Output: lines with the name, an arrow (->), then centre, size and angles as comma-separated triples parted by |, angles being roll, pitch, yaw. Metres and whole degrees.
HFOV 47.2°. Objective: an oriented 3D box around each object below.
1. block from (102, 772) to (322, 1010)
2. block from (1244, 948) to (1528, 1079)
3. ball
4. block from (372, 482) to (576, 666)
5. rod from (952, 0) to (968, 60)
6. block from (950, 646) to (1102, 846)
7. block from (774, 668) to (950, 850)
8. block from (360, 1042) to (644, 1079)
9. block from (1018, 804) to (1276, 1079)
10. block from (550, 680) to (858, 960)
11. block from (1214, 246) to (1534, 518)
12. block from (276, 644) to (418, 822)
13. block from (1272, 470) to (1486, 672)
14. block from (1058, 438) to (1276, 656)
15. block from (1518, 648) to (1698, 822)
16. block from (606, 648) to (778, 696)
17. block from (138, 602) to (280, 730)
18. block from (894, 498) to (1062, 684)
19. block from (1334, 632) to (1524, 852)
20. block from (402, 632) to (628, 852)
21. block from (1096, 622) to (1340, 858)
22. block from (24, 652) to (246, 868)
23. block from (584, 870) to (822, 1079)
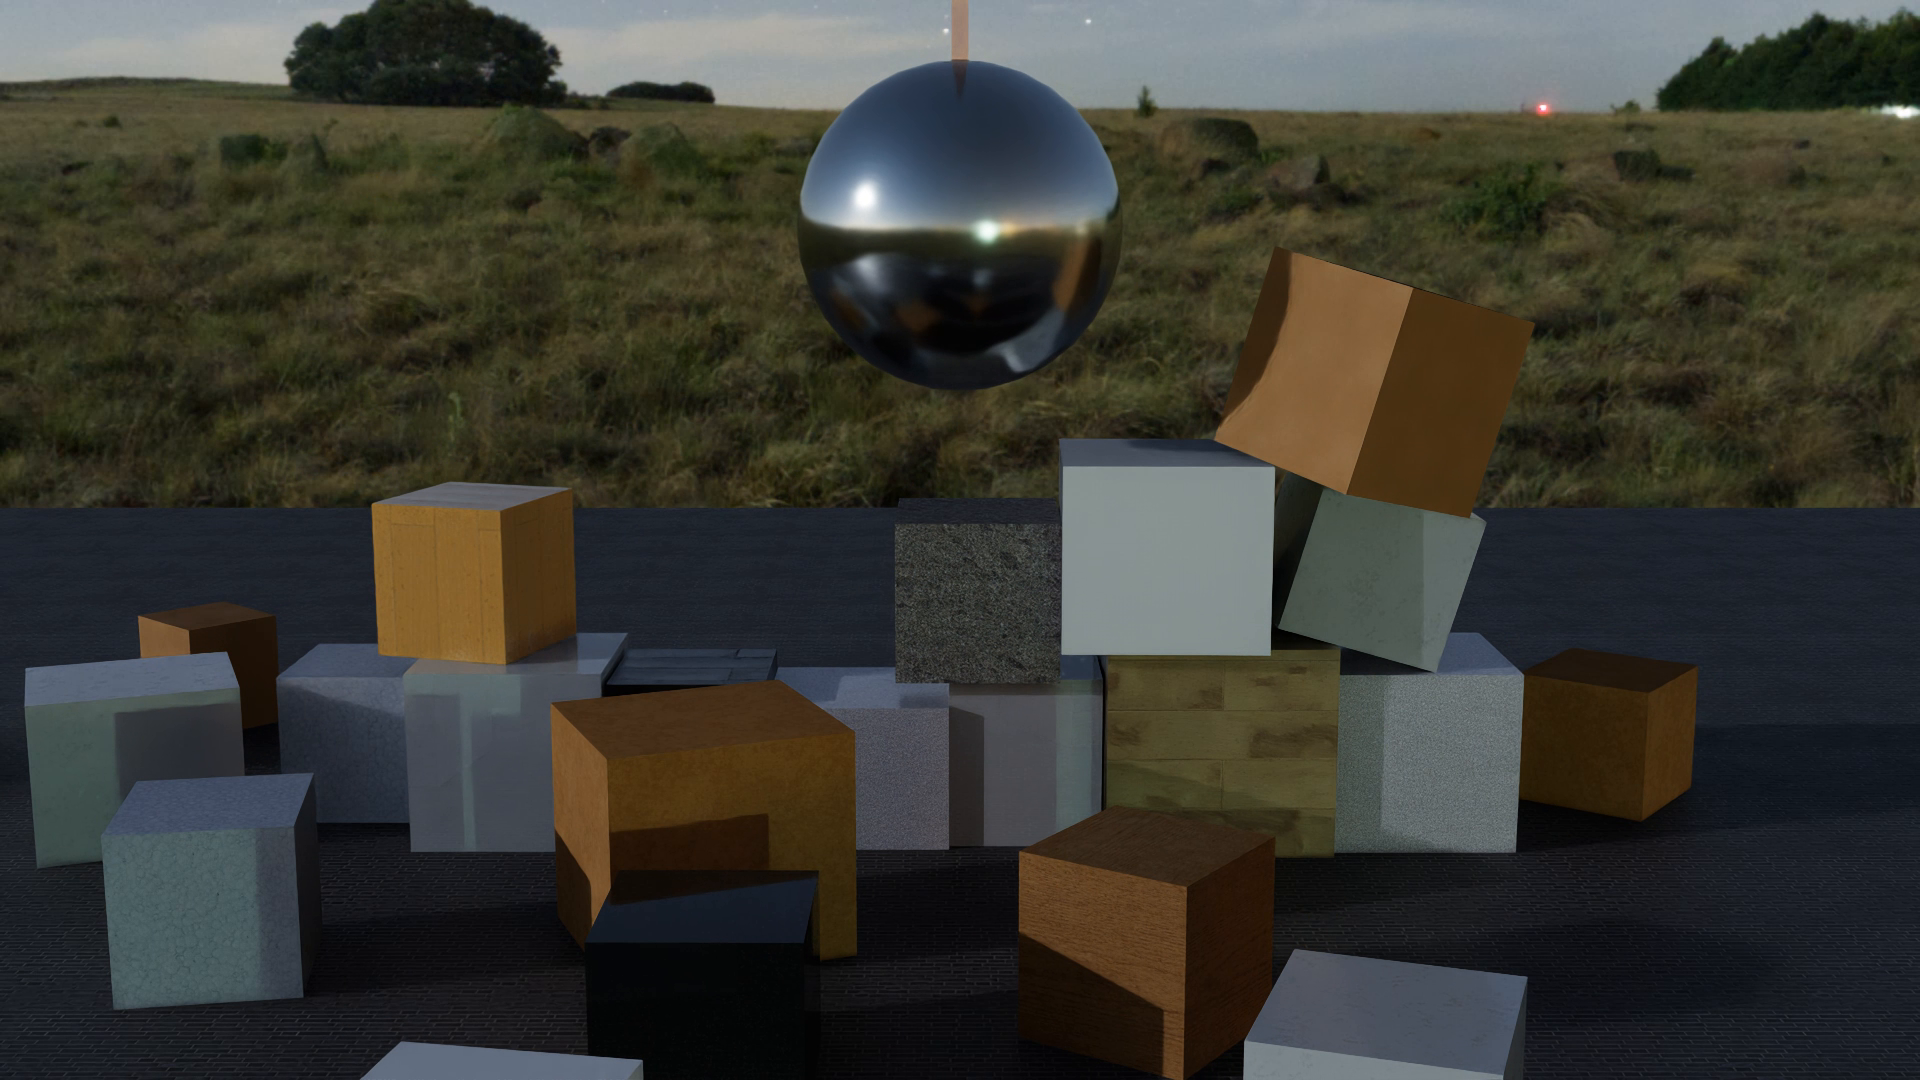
block -> -3.163, 1.477, 9.374 | 0.749, 0.740, 0.786 | -2, 10, -10
block -> 1.344, 1.871, 6.927 | 0.759, 0.841, 0.806 | 4, 11, 19
ball -> 0.000, -1.533, 10.763 | 1.600, 1.600, 1.600 | 0, 10, 0
block -> -2.506, 0.157, 11.406 | 0.732, 0.785, 0.755 | 3, 11, 18
rod -> 0.000, -4.891, 10.231 | 0.080, 5.200, 0.080 | 0, 9, 0
block -> 0.329, 1.048, 11.385 | 0.765, 0.864, 0.775 | 0, 10, 0
block -> -0.512, 1.116, 11.384 | 0.916, 0.731, 0.863 | 0, 10, 0
block -> -1.387, 1.995, 6.351 | 0.768, 0.802, 0.709 | 2, 10, 10
block -> 0.745, 1.576, 8.743 | 0.741, 0.770, 0.736 | 7, 12, 34
block -> -1.147, 1.272, 9.750 | 1.084, 1.008, 1.006 | -4, 11, -23
block -> 1.995, -0.761, 10.631 | 0.911, 0.983, 0.911 | 8, 13, -39
block -> -3.134, 1.022, 11.775 | 0.777, 0.777, 0.780 | 0, 10, 0
block -> 2.051, 0.090, 11.199 | 0.824, 0.787, 0.890 | 16, 10, -5
block -> 1.005, 0.015, 11.002 | 1.005, 0.918, 0.984 | 0, 10, 1
block -> 3.502, 1.038, 11.929 | 0.713, 0.690, 0.763 | 8, 13, 36
block -> -1.364, 1.062, 11.370 | 0.786, 0.843, 0.779 | 0, 10, 0
block -> -4.570, 0.784, 13.404 | 0.612, 0.662, 0.567 | 9, 14, 42
block -> 0.089, 0.244, 11.165 | 0.813, 0.798, 0.790 | 0, 10, 0
block -> 2.317, 1.028, 11.362 | 0.913, 0.911, 0.947 | 0, 10, 0
block -> -2.257, 1.027, 11.363 | 0.974, 0.913, 0.921 | 0, 10, 0
block -> 1.284, 0.961, 11.320 | 1.132, 1.058, 1.056 | 0, 10, -1
block -> -4.210, 1.100, 11.238 | 0.991, 0.816, 0.847 | -4, 11, -22
block -> -0.943, 1.702, 8.265 | 0.780, 0.694, 0.788 | 0, 10, 0
